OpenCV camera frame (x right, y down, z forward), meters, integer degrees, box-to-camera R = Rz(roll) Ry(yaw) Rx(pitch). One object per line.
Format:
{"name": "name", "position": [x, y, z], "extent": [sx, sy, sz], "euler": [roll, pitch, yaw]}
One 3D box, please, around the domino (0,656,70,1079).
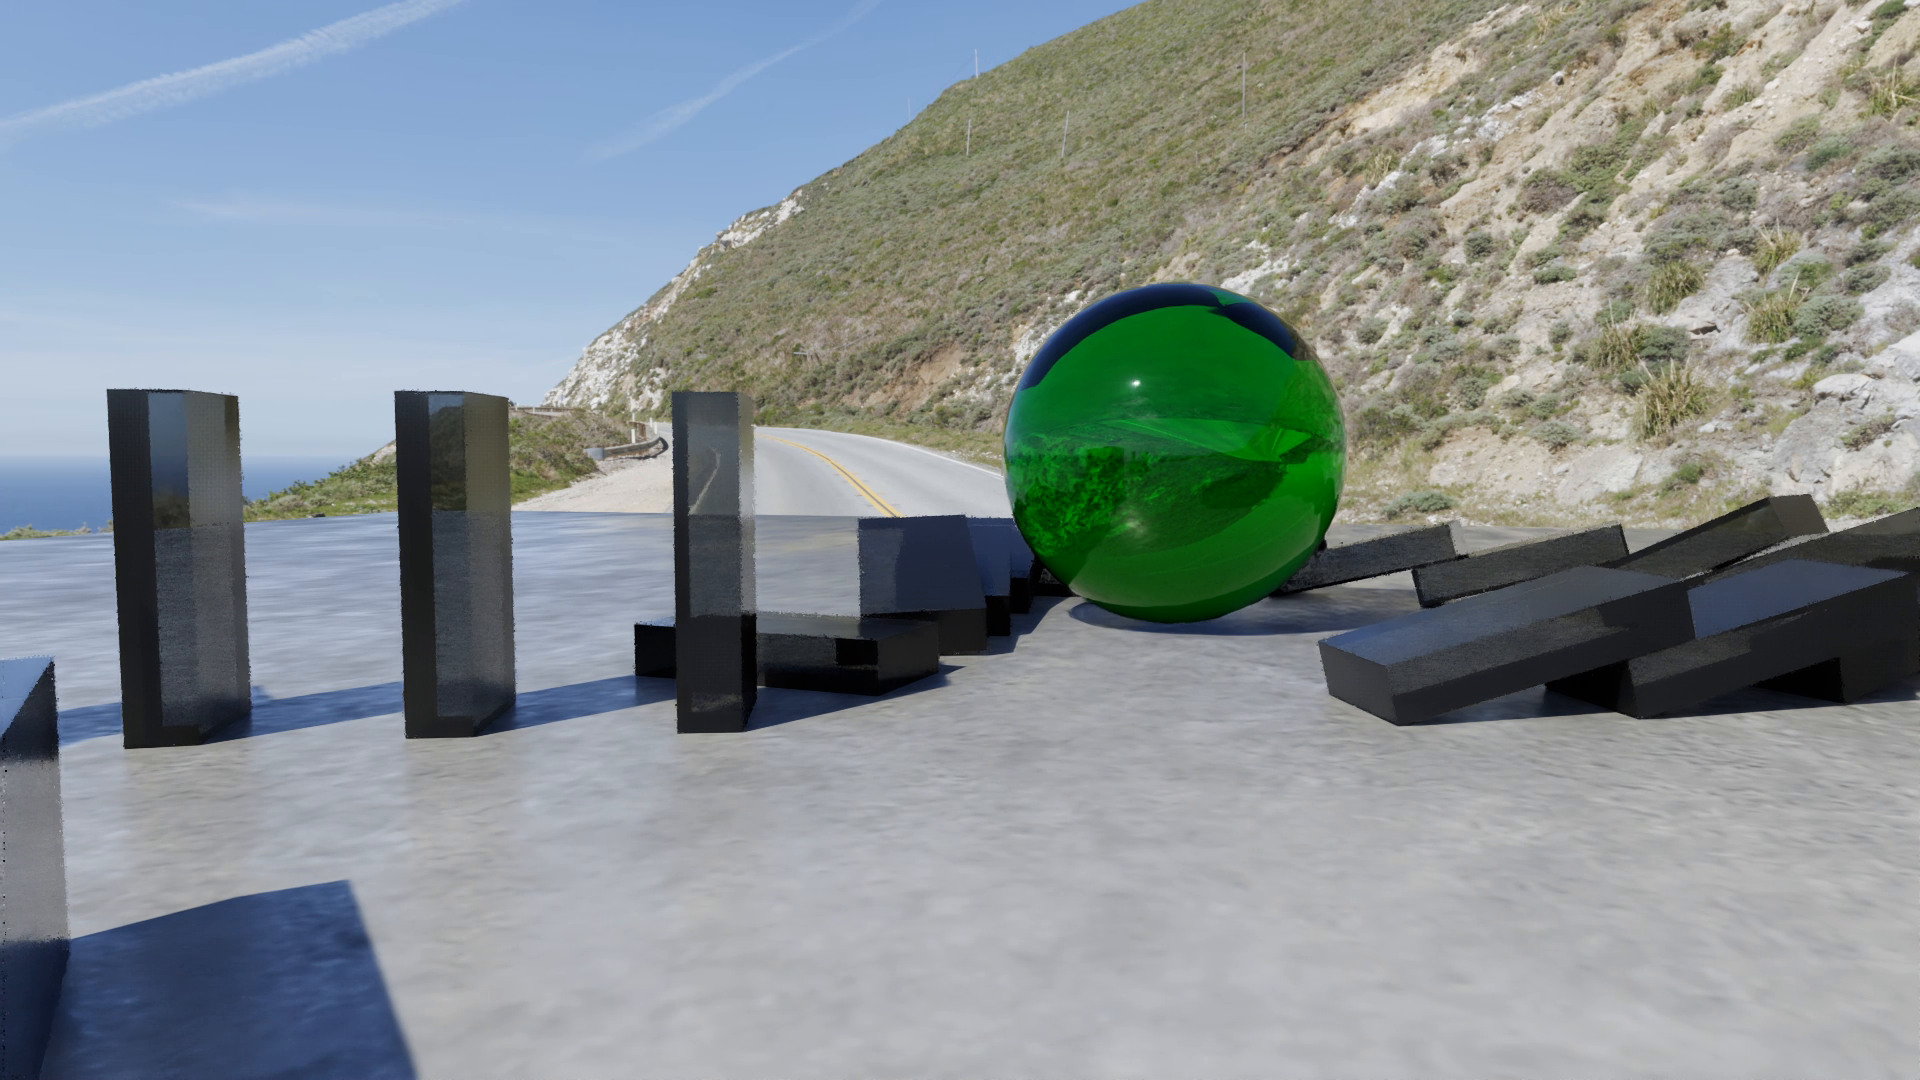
{"name": "domino", "position": [-0.066, 0.024, 0.083], "extent": [0.010, 0.025, 0.050], "euler": [-3, 5, -31]}

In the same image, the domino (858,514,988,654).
{"name": "domino", "position": [-0.009, 0.009, 0.278], "extent": [0.025, 0.009, 0.050], "euler": [-3, 23, -4]}

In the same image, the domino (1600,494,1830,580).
{"name": "domino", "position": [0.171, 0.004, 0.300], "extent": [0.025, 0.009, 0.050], "euler": [-3, -21, -39]}

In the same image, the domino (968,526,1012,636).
{"name": "domino", "position": [0.000, 0.009, 0.307], "extent": [0.025, 0.009, 0.050], "euler": [0, 18, 3]}

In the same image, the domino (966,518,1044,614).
{"name": "domino", "position": [0.009, 0.006, 0.346], "extent": [0.025, 0.009, 0.050], "euler": [1, 18, 10]}

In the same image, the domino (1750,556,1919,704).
{"name": "domino", "position": [0.162, 0.015, 0.230], "extent": [0.050, 0.009, 0.025], "euler": [-16, 10, -20]}

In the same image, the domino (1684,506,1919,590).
{"name": "domino", "position": [0.181, 0.004, 0.268], "extent": [0.025, 0.010, 0.050], "euler": [-7, -15, -40]}

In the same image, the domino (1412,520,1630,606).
{"name": "domino", "position": [0.145, 0.006, 0.334], "extent": [0.050, 0.010, 0.025], "euler": [-15, -3, 24]}

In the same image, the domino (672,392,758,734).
{"name": "domino", "position": [-0.038, 0.003, 0.200], "extent": [0.010, 0.050, 0.025], "euler": [0, 4, -4]}

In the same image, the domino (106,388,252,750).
{"name": "domino", "position": [-0.115, 0.003, 0.190], "extent": [0.009, 0.050, 0.025], "euler": [-1, 4, -14]}

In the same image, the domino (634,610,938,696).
{"name": "domino", "position": [-0.032, 0.020, 0.237], "extent": [0.050, 0.010, 0.025], "euler": [2, 5, 23]}

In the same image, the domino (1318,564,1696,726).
{"name": "domino", "position": [0.087, 0.016, 0.208], "extent": [0.050, 0.010, 0.025], "euler": [-15, 6, -6]}

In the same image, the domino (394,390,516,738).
{"name": "domino", "position": [-0.077, 0.003, 0.196], "extent": [0.009, 0.050, 0.025], "euler": [0, 4, -6]}

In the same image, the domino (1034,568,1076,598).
{"name": "domino", "position": [0.030, 0.009, 0.383], "extent": [0.025, 0.009, 0.050], "euler": [2, 5, 24]}

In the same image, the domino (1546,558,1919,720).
{"name": "domino", "position": [0.126, 0.016, 0.213], "extent": [0.050, 0.009, 0.025], "euler": [-16, 6, -6]}

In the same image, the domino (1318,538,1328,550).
{"name": "domino", "position": [0.078, 0.003, 0.376], "extent": [0.050, 0.009, 0.025], "euler": [-13, 0, -1]}

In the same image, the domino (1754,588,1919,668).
{"name": "domino", "position": [0.187, 0.018, 0.269], "extent": [0.025, 0.010, 0.050], "euler": [4, 6, 43]}

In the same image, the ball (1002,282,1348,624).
{"name": "ball", "position": [0.050, -0.020, 0.303], "extent": [0.080, 0.080, 0.080], "euler": [0, 4, 0]}

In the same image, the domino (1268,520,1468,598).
{"name": "domino", "position": [0.111, 0.005, 0.353], "extent": [0.050, 0.009, 0.025], "euler": [-14, -3, 28]}
